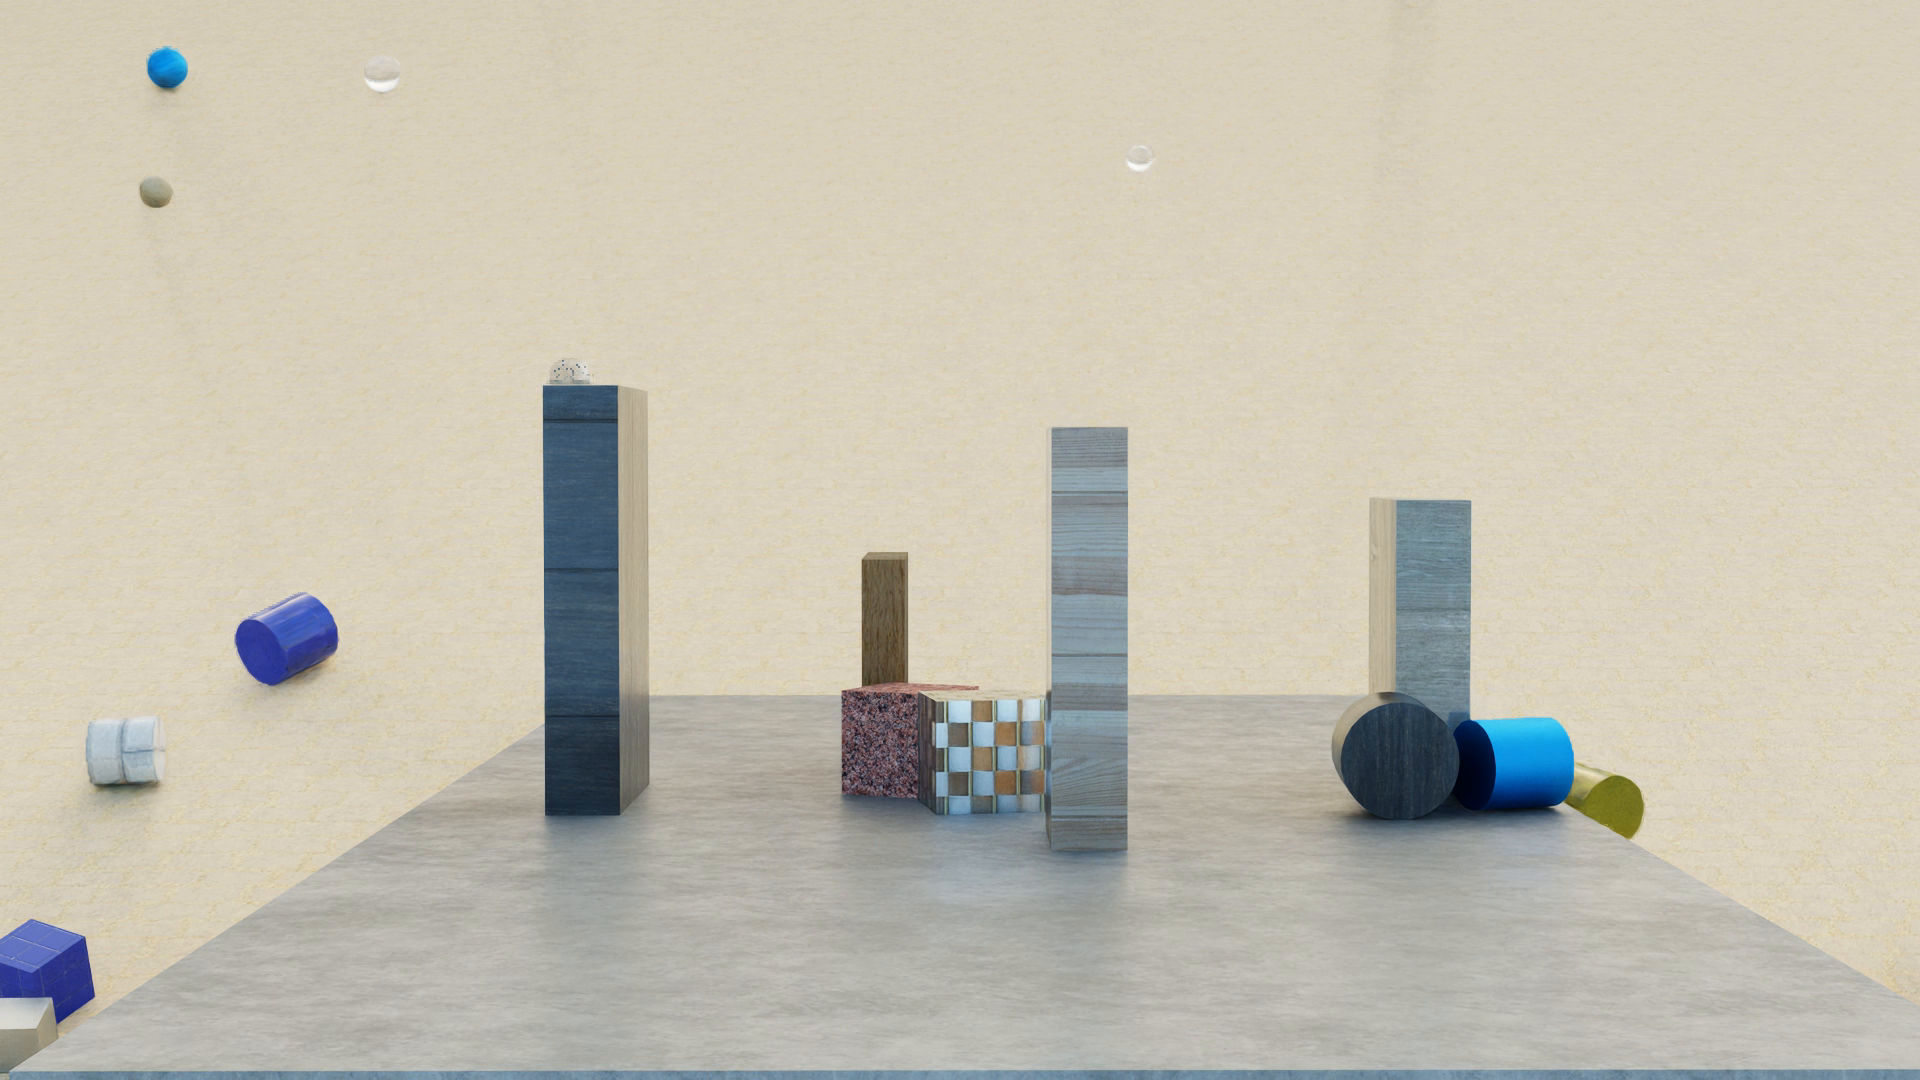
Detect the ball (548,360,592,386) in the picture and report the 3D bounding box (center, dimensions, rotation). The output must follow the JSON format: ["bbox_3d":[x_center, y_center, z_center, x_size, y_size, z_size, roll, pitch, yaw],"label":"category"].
[{"bbox_3d":[-1.305,-0.532,8.621,0.142,0.142,0.142,0,25,0],"label":"ball"}]

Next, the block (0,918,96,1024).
[{"bbox_3d":[-1.948,0.920,5.438,0.152,0.152,0.152,12,27,24],"label":"block"}]

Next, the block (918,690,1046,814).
[{"bbox_3d":[0.038,0.365,4.472,0.193,0.193,0.193,0,2,-10],"label":"block"}]

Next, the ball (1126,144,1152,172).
[{"bbox_3d":[0.772,-1.640,11.077,0.114,0.114,0.114,0,25,0],"label":"ball"}]

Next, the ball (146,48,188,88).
[{"bbox_3d":[-3.793,-2.257,12.334,0.188,0.188,0.188,0,25,0],"label":"ball"}]

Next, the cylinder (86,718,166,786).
[{"bbox_3d":[-2.040,0.518,6.310,0.158,0.158,0.158,-3,25,-6],"label":"cylinder"}]

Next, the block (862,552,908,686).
[{"bbox_3d":[-0.144,0.237,4.986,0.080,0.415,0.375,0,2,0],"label":"block"}]

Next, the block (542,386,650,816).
[{"bbox_3d":[-0.639,0.096,4.558,0.127,0.727,0.420,0,2,0],"label":"block"}]

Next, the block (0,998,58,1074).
[{"bbox_3d":[-1.924,1.015,5.281,0.109,0.109,0.109,-1,25,-2],"label":"block"}]

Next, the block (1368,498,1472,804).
[{"bbox_3d":[0.823,0.191,4.631,0.130,0.530,0.293,0,2,0],"label":"block"}]

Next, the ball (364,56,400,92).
[{"bbox_3d":[-2.750,-2.217,12.270,0.169,0.169,0.169,0,25,0],"label":"ball"}]

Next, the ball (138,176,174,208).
[{"bbox_3d":[-3.307,-1.433,10.600,0.134,0.134,0.134,0,25,0],"label":"ball"}]

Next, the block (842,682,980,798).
[{"bbox_3d":[-0.089,0.362,4.679,0.186,0.186,0.186,1,2,25],"label":"block"}]

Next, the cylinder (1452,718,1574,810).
[{"bbox_3d":[0.946,0.384,4.430,0.155,0.155,0.155,-1,23,-20],"label":"cylinder"}]

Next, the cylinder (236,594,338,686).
[{"bbox_3d":[-1.783,0.263,6.831,0.187,0.187,0.187,16,29,31],"label":"cylinder"}]

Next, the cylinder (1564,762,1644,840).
[{"bbox_3d":[1.317,0.553,5.391,0.156,0.156,0.156,-11,12,-22],"label":"cylinder"}]

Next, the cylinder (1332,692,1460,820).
[{"bbox_3d":[0.740,0.365,4.392,0.197,0.197,0.197,2,2,4],"label":"cylinder"}]

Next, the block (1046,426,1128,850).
[{"bbox_3d":[0.199,0.148,4.080,0.118,0.652,0.249,0,2,0],"label":"block"}]

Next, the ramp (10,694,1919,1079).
[{"bbox_3d":[0.056,0.509,4.552,2.000,0.100,4.000,0,2,0],"label":"ramp"}]
